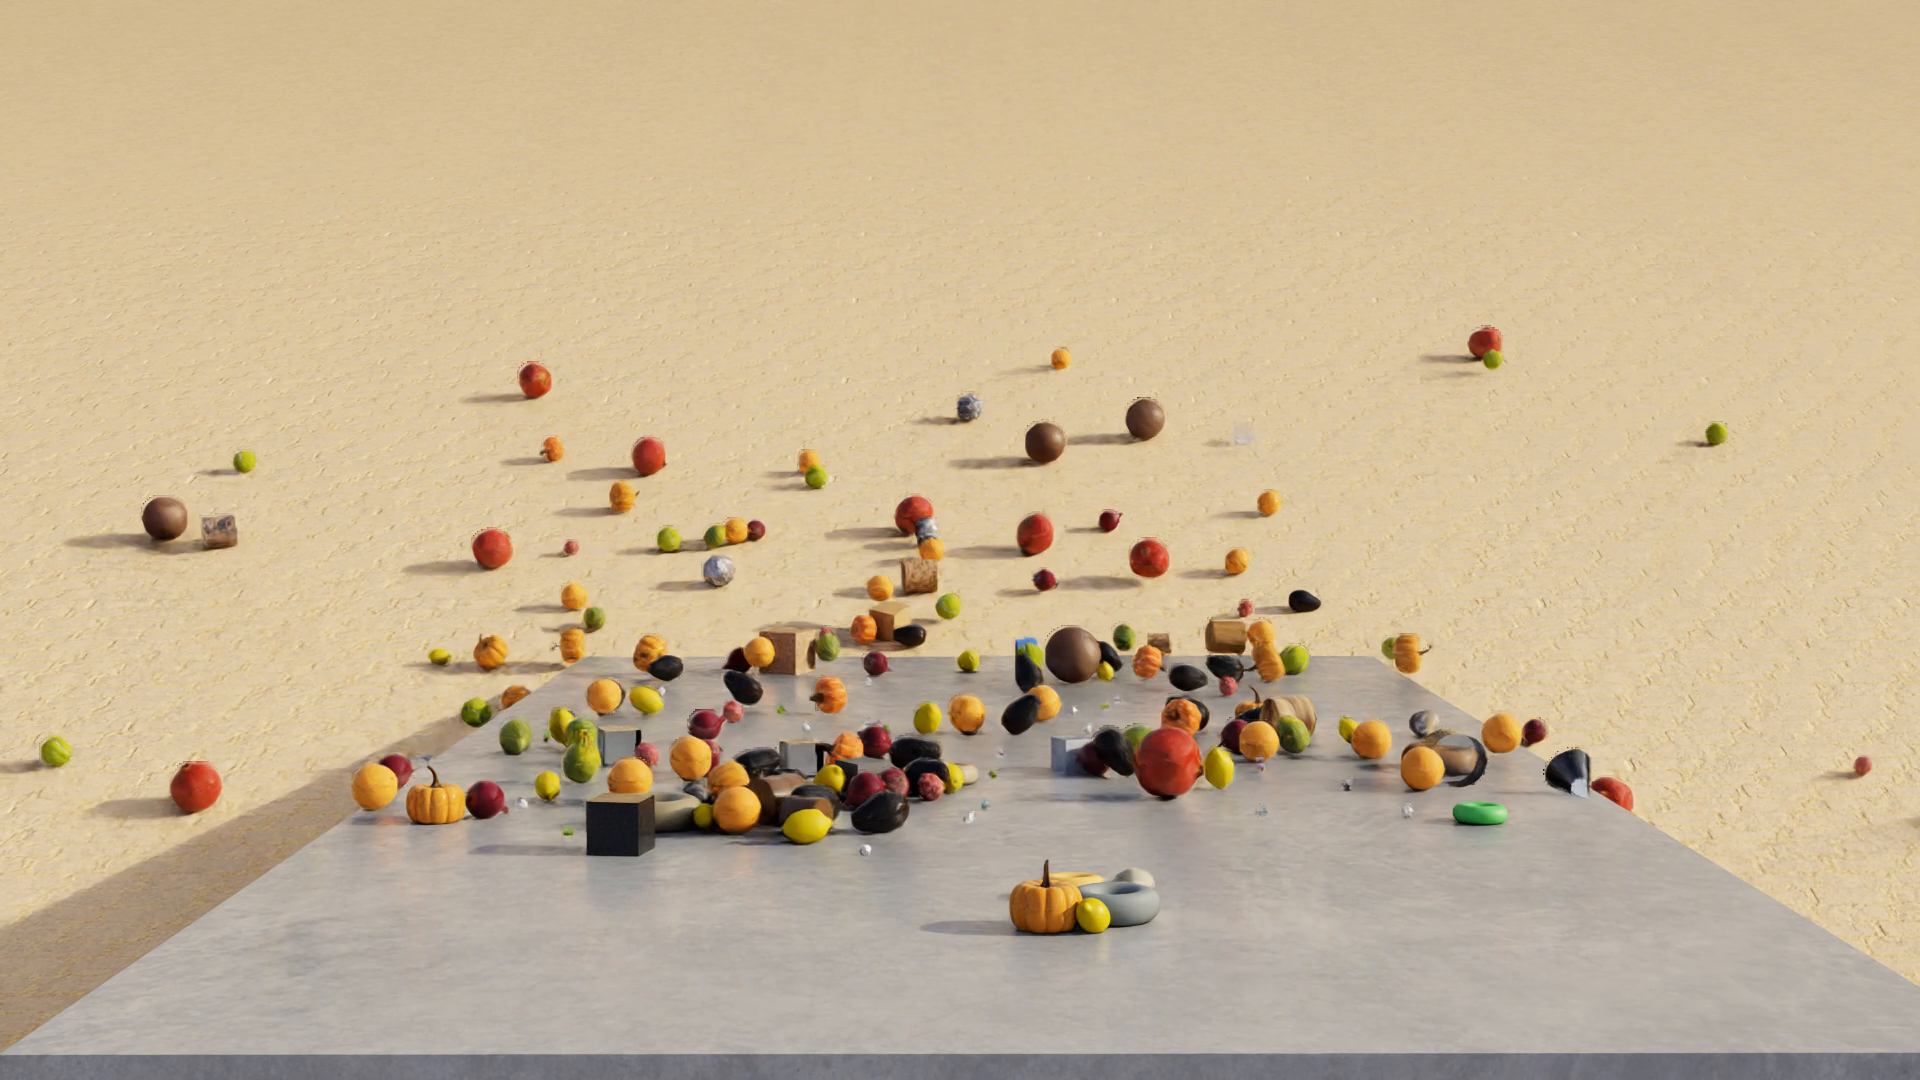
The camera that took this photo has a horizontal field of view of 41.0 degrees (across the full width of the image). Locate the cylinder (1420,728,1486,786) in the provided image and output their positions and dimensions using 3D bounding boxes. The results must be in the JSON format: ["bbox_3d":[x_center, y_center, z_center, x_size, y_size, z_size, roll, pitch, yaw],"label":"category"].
[{"bbox_3d":[0.832,0.367,4.335,0.088,0.088,0.088,-2,3,-6],"label":"cylinder"}]

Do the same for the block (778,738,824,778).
[{"bbox_3d":[-0.273,0.376,4.419,0.061,0.061,0.061,-1,3,-25],"label":"block"}]

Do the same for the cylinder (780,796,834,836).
[{"bbox_3d":[-0.228,0.410,3.816,0.057,0.057,0.057,1,19,32],"label":"cylinder"}]

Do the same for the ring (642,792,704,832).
[{"bbox_3d":[-0.457,0.412,3.890,0.140,0.047,0.140,-1,4,0],"label":"ring"}]

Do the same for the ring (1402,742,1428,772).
[{"bbox_3d":[0.839,0.381,4.503,0.128,0.043,0.128,1,2,0],"label":"ring"}]

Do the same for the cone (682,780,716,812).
[{"bbox_3d":[-0.407,0.415,4.024,0.055,0.055,0.055,-3,30,-7],"label":"cone"}]

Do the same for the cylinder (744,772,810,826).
[{"bbox_3d":[-0.280,0.396,3.932,0.073,0.073,0.073,20,16,41],"label":"cylinder"}]

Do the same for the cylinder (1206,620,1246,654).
[{"bbox_3d":[0.679,0.249,6.570,0.084,0.084,0.084,3,21,-12],"label":"cylinder"}]

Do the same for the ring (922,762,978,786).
[{"bbox_3d":[-0.017,0.394,4.343,0.098,0.033,0.098,1,2,0],"label":"ring"}]

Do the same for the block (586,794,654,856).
[{"bbox_3d":[-0.485,0.407,3.678,0.077,0.077,0.077,1,3,11],"label":"block"}]

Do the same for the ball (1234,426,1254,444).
[{"bbox_3d":[0.919,-0.340,8.322,0.060,0.060,0.060,0,21,0],"label":"ball"}]

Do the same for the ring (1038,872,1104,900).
[{"bbox_3d":[0.145,0.449,3.333,0.088,0.029,0.088,0,-1,0],"label":"ring"}]

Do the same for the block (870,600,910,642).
[{"bbox_3d":[-0.188,0.216,6.880,0.079,0.079,0.079,13,25,29],"label":"block"}]

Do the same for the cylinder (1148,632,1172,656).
[{"bbox_3d":[0.506,0.264,6.530,0.055,0.055,0.055,-4,21,6],"label":"cylinder"}]

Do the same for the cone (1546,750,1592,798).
[{"bbox_3d":[1.010,0.399,4.196,0.082,0.082,0.082,-4,30,-11],"label":"cone"}]

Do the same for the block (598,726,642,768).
[{"bbox_3d":[-0.605,0.367,4.568,0.064,0.064,0.064,-1,3,-21],"label":"block"}]

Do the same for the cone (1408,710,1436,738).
[{"bbox_3d":[0.892,0.366,4.926,0.057,0.057,0.057,-2,42,-5],"label":"cone"}]

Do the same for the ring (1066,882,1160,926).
[{"bbox_3d":[0.190,0.452,3.191,0.118,0.039,0.118,-1,4,0],"label":"ring"}]

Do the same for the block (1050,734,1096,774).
[{"bbox_3d":[0.197,0.374,4.490,0.058,0.058,0.058,-1,3,-25],"label":"block"}]

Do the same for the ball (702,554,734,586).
[{"bbox_3d":[-0.676,0.086,7.199,0.089,0.089,0.089,0,21,0],"label":"ball"}]

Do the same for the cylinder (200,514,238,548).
[{"bbox_3d":[-2.154,-0.024,7.475,0.090,0.090,0.090,-8,23,-22],"label":"cylinder"}]

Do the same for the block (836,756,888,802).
[{"bbox_3d":[-0.159,0.389,4.175,0.062,0.062,0.062,-2,4,-38],"label":"block"}]

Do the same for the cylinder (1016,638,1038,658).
[{"bbox_3d":[0.167,0.271,6.449,0.051,0.051,0.051,-4,22,-3],"label":"cylinder"}]

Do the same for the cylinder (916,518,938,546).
[{"bbox_3d":[-0.098,-0.023,7.480,0.061,0.061,0.061,-2,60,-6],"label":"cylinder"}]

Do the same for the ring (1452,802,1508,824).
[{"bbox_3d":[0.796,0.418,3.934,0.083,0.028,0.083,0,2,0],"label":"ring"}]

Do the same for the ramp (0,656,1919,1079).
[{"bbox_3d":[0.050,0.451,4.532,2.000,0.100,4.000,0,3,0],"label":"ramp"}]

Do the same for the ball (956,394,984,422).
[{"bbox_3d":[0.033,-0.440,8.535,0.090,0.090,0.090,0,21,0],"label":"ball"}]

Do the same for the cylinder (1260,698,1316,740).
[{"bbox_3d":[0.626,0.341,4.908,0.079,0.079,0.079,-1,20,-22],"label":"cylinder"}]

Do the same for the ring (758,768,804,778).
[{"bbox_3d":[-0.300,0.399,4.318,0.077,0.026,0.077,0,2,0],"label":"ring"}]

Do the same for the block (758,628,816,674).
[{"bbox_3d":[-0.413,0.266,6.145,0.099,0.099,0.099,1,3,24],"label":"block"}]

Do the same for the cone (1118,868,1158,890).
[{"bbox_3d":[0.224,0.455,3.271,0.053,0.053,0.053,3,50,9],"label":"cone"}]
